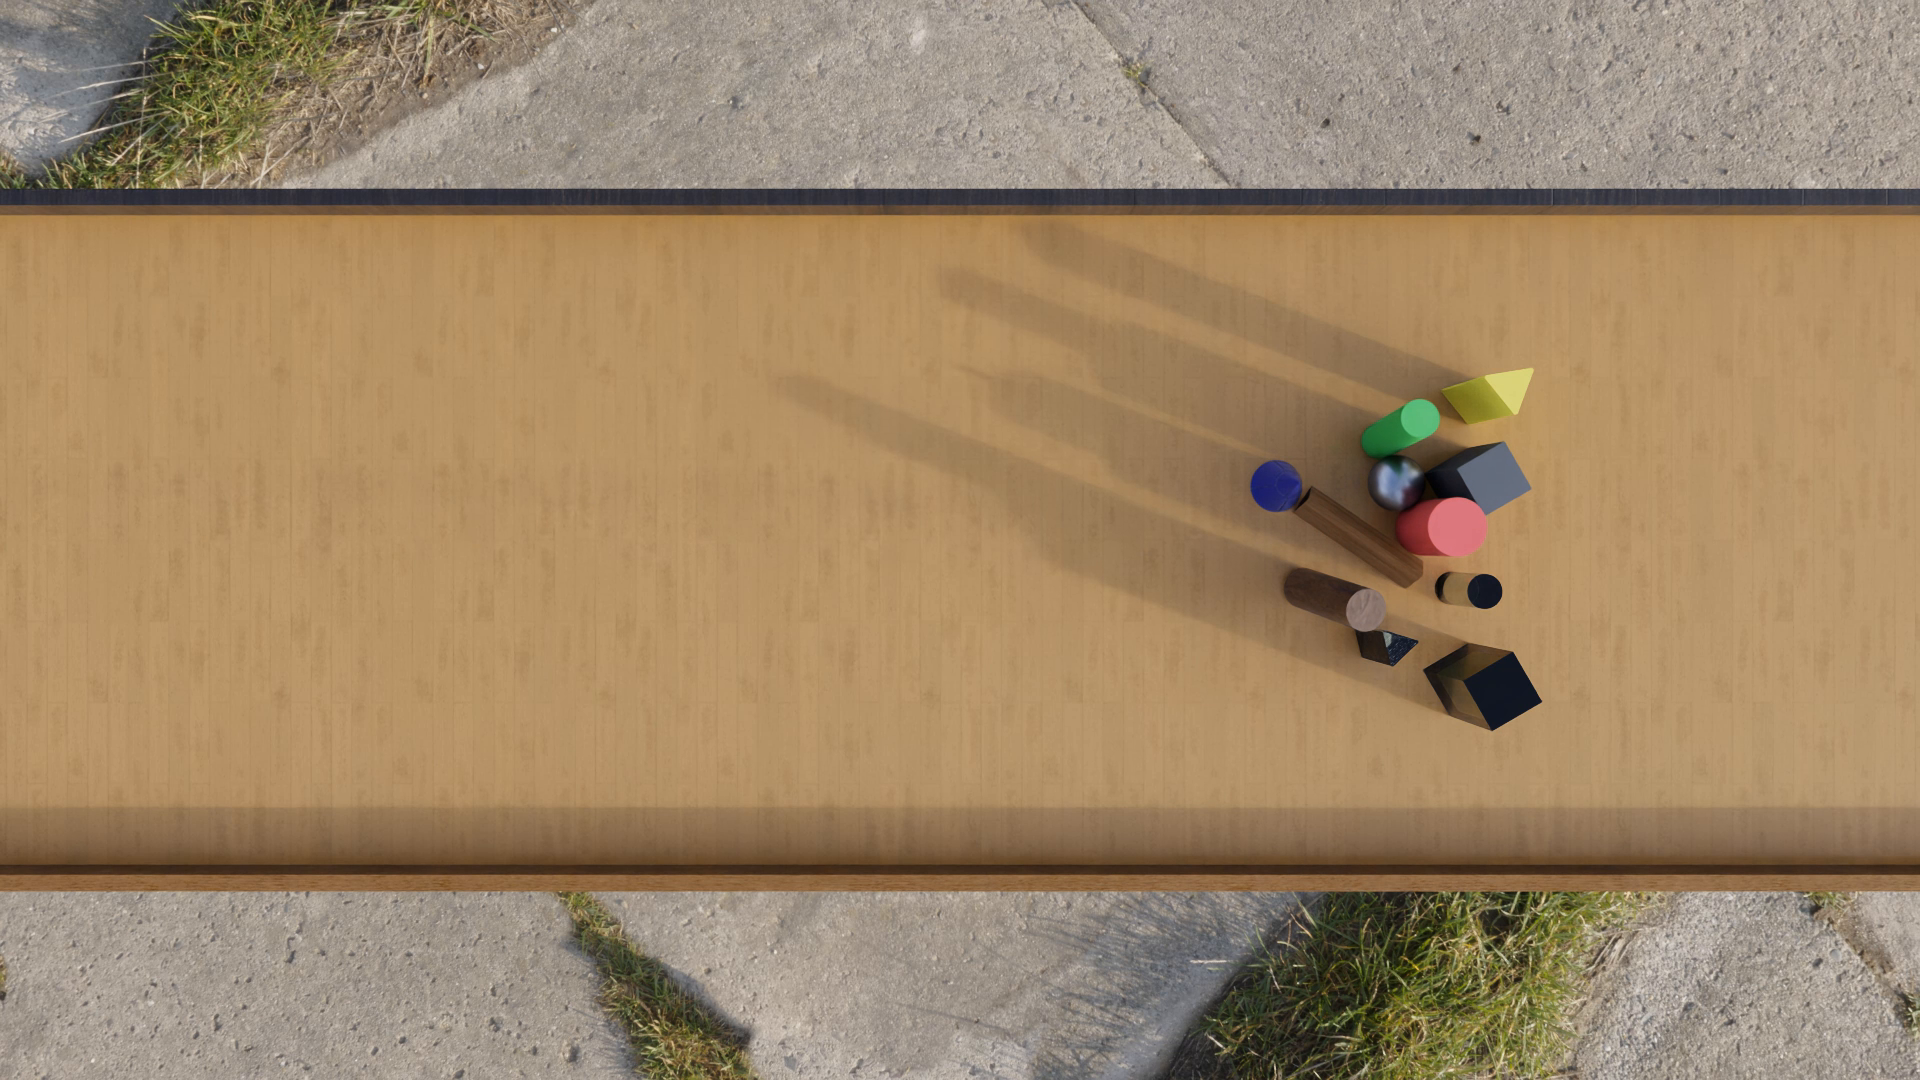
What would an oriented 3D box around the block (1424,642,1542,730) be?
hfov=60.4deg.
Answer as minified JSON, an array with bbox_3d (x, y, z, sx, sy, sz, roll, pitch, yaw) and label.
[{"bbox_3d":[1.537,0.429,4.873,0.165,0.406,0.165,-30,90,0],"label":"block"}]

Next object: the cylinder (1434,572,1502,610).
[{"bbox_3d":[1.512,0.148,4.914,0.102,0.325,0.102,0,90,0],"label":"cylinder"}]

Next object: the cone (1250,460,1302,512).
[{"bbox_3d":[0.974,-0.166,4.902,0.160,0.348,0.160,0,90,0],"label":"cone"}]

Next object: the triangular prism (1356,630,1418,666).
[{"bbox_3d":[1.245,0.294,4.902,0.105,0.349,0.091,-43,90,0],"label":"triangular prism"}]

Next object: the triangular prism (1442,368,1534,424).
[{"bbox_3d":[1.572,-0.445,4.866,0.120,0.422,0.138,-39,90,0],"label":"triangular prism"}]

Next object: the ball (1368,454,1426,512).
[{"bbox_3d":[1.321,-0.172,4.991,0.171,0.171,0.171,0,90,0],"label":"ball"}]

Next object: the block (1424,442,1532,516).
[{"bbox_3d":[1.536,-0.176,4.908,0.159,0.338,0.159,-30,90,0],"label":"block"}]

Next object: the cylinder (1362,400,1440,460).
[{"bbox_3d":[1.294,-0.323,4.861,0.111,0.422,0.111,0,85,-1],"label":"cylinder"}]

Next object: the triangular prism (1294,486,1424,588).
[{"bbox_3d":[1.226,-0.008,5.031,0.416,0.087,0.101,34,90,0],"label":"triangular prism"}]

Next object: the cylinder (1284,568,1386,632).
[{"bbox_3d":[1.100,0.172,4.863,0.124,0.410,0.124,-2,98,-14],"label":"cylinder"}]

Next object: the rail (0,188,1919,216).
[{"bbox_3d":[-2.247,-1.025,5.002,12.000,0.150,0.050,0,90,0],"label":"rail"}]

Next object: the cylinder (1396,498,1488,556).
[{"bbox_3d":[1.425,-0.037,4.901,0.171,0.352,0.171,0,90,0],"label":"cylinder"}]

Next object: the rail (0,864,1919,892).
[{"bbox_3d":[-2.247,1.025,5.001,12.000,0.150,0.050,0,90,0],"label":"rail"}]
